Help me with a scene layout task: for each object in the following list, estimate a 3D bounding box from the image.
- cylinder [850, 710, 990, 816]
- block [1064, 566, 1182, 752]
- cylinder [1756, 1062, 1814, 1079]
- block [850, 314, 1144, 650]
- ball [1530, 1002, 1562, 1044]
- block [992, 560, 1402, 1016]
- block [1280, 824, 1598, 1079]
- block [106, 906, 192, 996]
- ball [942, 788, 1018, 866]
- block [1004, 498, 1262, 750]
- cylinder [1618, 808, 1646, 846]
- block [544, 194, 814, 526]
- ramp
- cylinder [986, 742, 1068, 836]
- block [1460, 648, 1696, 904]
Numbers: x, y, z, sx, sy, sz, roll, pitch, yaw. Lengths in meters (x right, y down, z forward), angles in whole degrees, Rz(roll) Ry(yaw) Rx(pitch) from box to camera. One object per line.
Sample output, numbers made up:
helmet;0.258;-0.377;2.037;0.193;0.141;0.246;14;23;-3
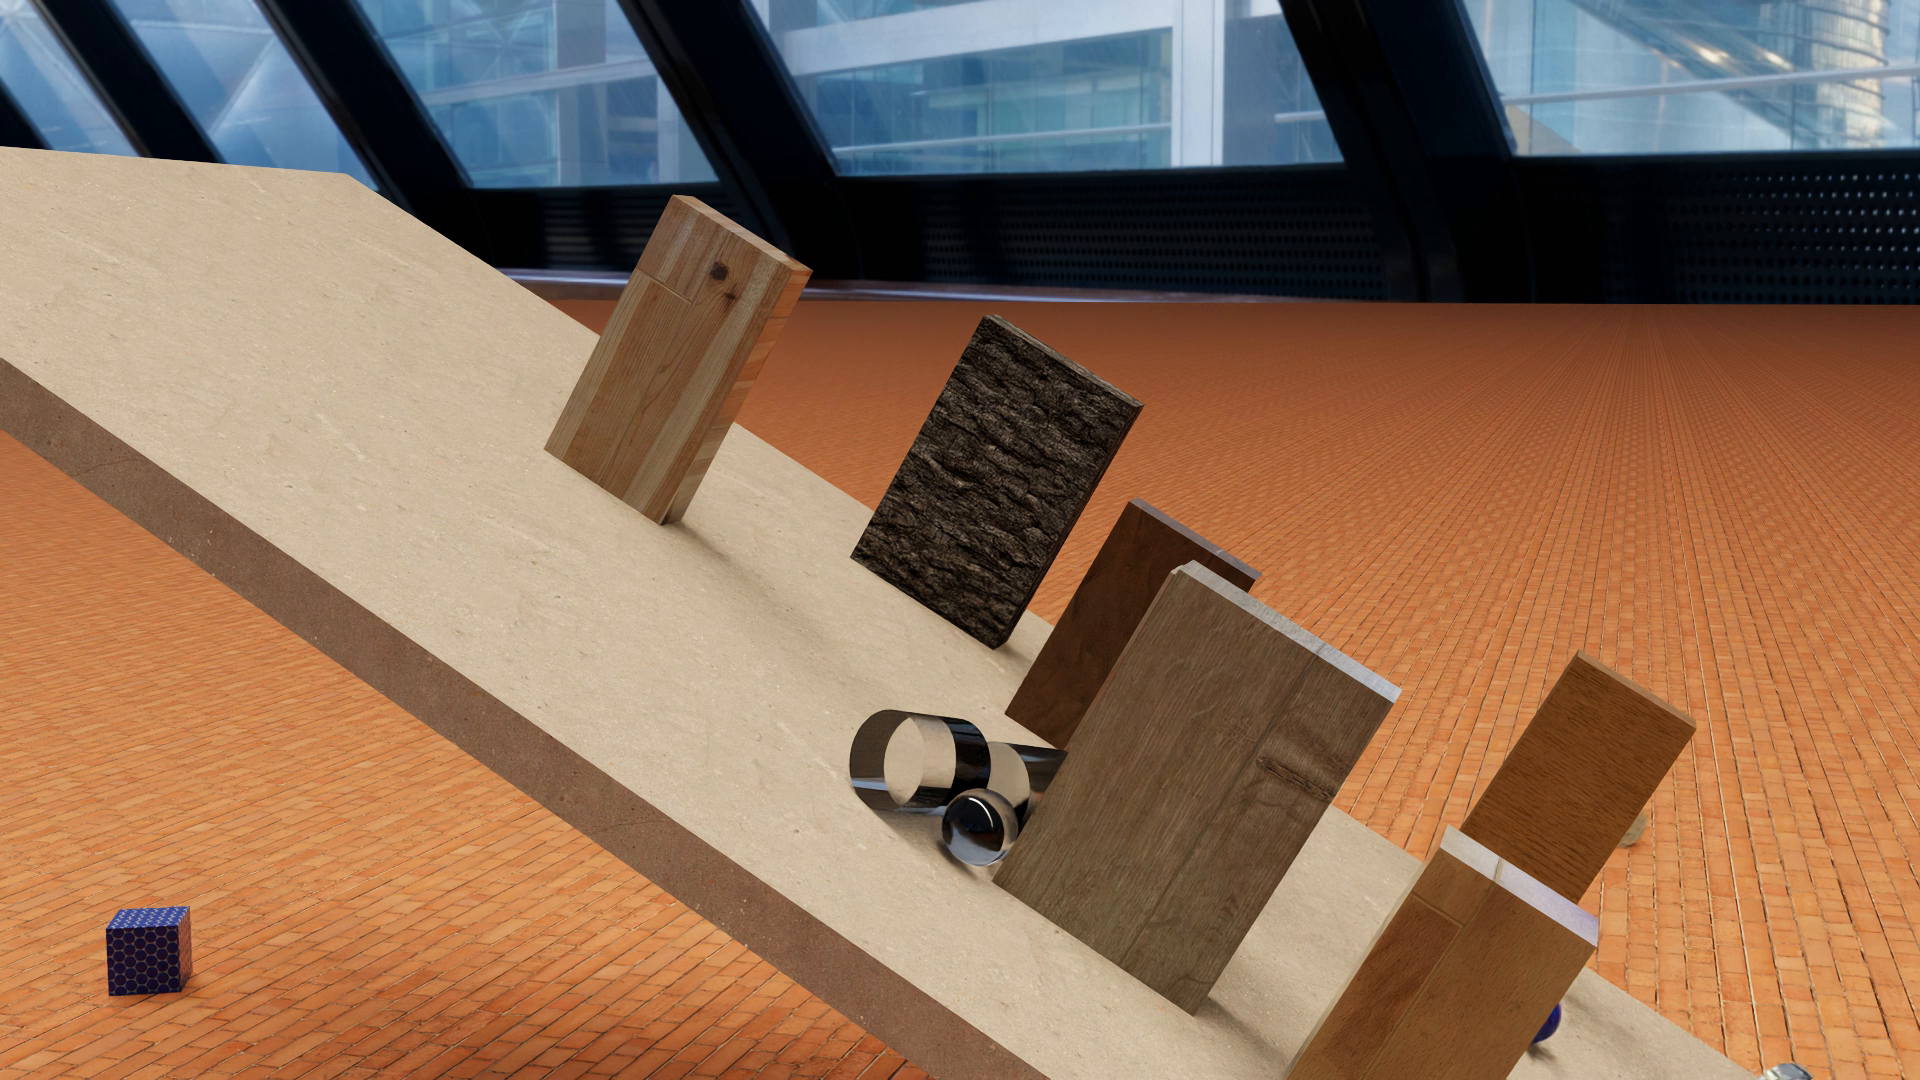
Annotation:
cylinder;-0.065;0.367;3.606;0.165;0.165;0.165;6;-4;41
block;0.361;0.346;3.768;0.292;0.527;0.093;33;15;11
cylinder;1.621;1.132;4.240;0.174;0.174;0.174;-4;31;-29
block;0.075;-0.123;4.659;0.371;0.599;0.103;33;15;11
ball;1.072;0.888;4.133;0.113;0.113;0.113;0;7;0
block;0.370;0.392;3.484;0.384;0.600;0.115;33;15;11
block;0.663;0.702;3.156;0.247;0.521;0.137;33;15;11
block;-2.114;1.071;5.740;0.178;0.178;0.178;-1;7;-10
ball;0.032;0.463;3.549;0.125;0.125;0.125;0;7;0
block;0.334;0.203;4.266;0.284;0.493;0.085;33;15;11
cylinder;2.140;0.902;7.198;0.166;0.166;0.166;0;7;1
block;-0.551;-0.348;4.278;0.287;0.569;0.099;33;15;11
ramp;-0.184;0.303;4.128;4.000;0.100;2.000;33;15;11
cylinder;0.105;0.430;3.715;0.167;0.167;0.167;6;-5;42
block;1.210;0.559;4.491;0.267;0.621;0.098;33;15;11
